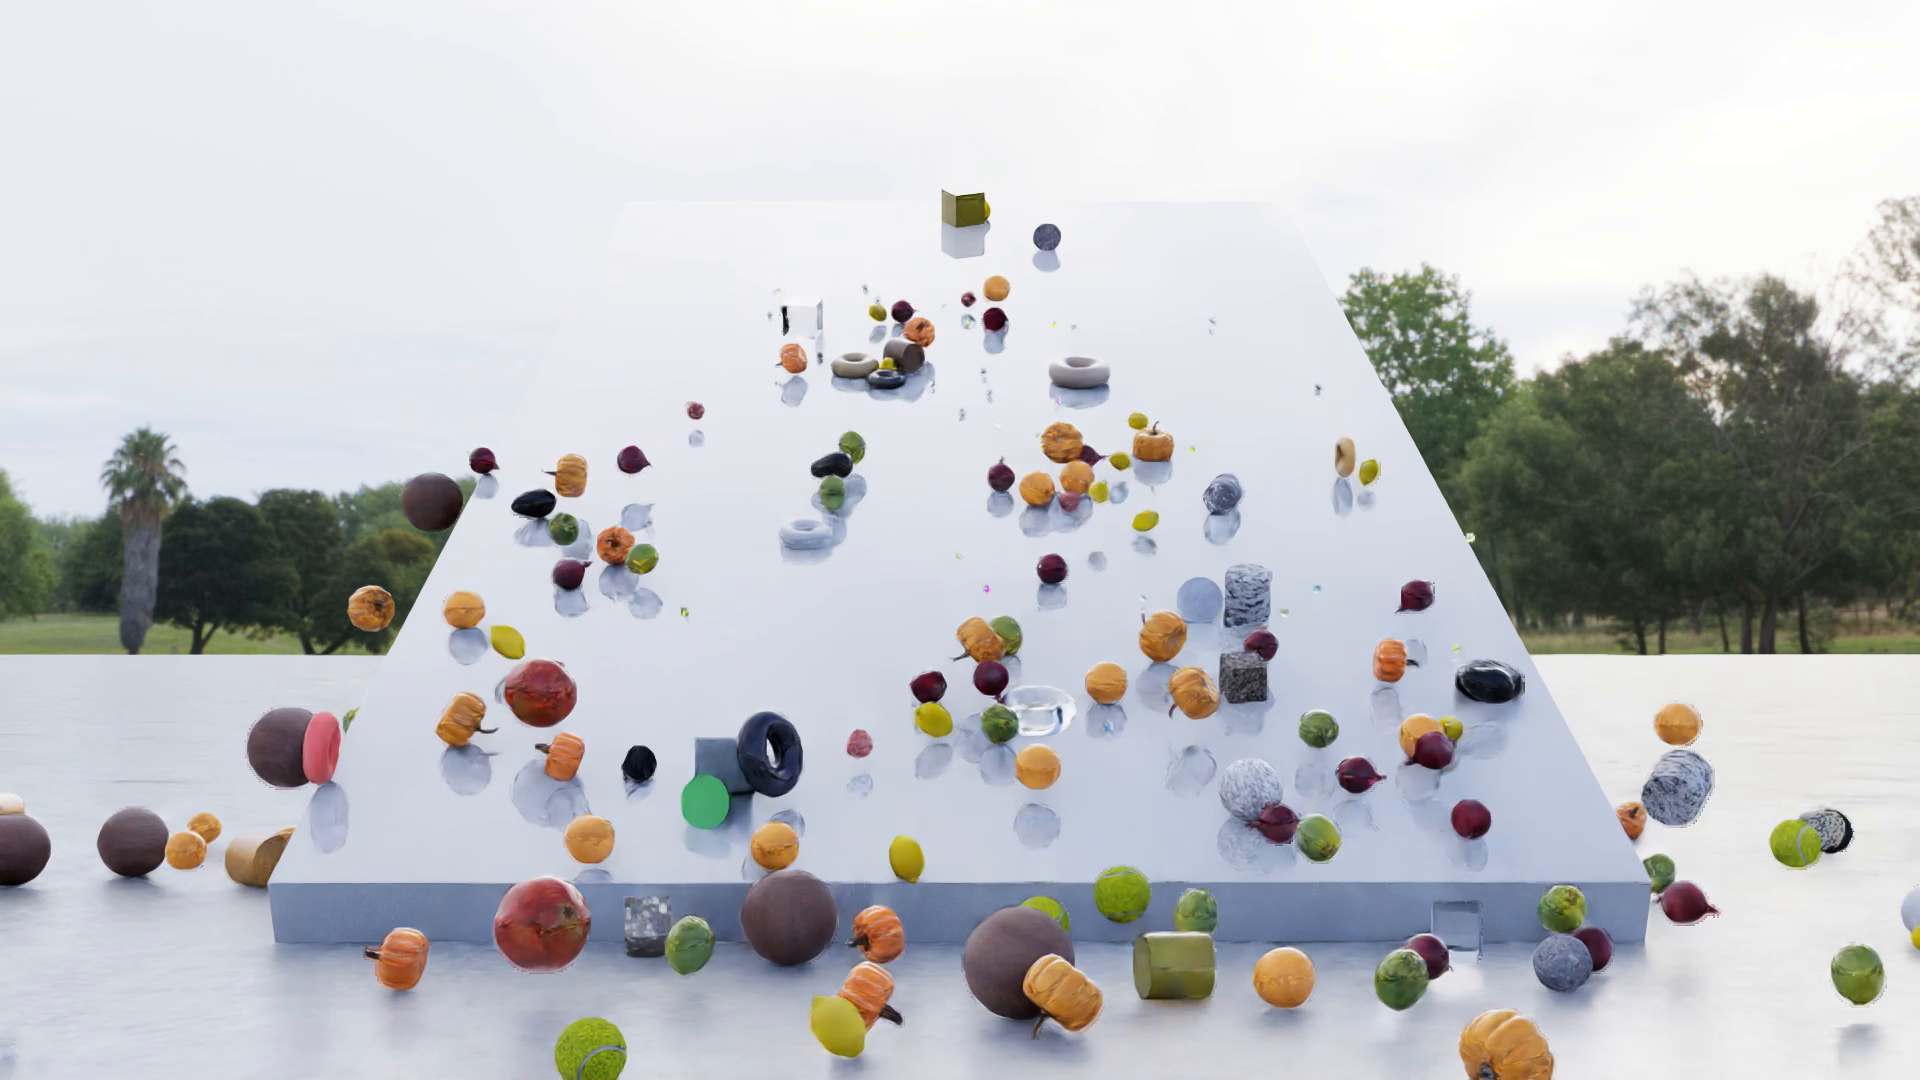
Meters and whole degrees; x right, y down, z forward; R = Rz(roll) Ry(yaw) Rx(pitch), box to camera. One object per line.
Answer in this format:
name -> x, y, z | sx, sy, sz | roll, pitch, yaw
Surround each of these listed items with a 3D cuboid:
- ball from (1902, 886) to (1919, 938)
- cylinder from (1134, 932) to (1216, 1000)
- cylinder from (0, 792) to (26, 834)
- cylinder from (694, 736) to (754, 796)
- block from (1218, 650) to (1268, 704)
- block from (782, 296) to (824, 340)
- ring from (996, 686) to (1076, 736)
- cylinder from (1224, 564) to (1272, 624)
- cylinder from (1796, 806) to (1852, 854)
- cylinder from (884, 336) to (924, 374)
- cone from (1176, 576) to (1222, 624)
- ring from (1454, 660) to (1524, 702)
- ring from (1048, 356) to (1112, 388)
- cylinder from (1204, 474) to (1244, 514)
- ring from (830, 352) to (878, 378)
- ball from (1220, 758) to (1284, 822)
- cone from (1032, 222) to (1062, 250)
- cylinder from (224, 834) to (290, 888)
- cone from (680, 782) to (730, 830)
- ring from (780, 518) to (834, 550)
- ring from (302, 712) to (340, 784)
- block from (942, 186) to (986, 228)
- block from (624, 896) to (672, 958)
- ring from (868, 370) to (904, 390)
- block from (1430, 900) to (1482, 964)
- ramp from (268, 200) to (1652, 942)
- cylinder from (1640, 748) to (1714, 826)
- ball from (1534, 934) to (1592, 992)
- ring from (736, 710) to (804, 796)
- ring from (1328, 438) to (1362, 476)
ball -> 1.422, 0.546, 3.370 | 0.083, 0.083, 0.083 | 0, -3, 0
cylinder -> 0.261, 0.520, 2.813 | 0.080, 0.080, 0.080 | 1, -3, -12
cylinder -> -2.211, 0.629, 5.280 | 0.095, 0.095, 0.095 | 0, -2, 7
cylinder -> -0.364, 0.349, 3.556 | 0.090, 0.090, 0.090 | -2, -3, -5
block -> 0.477, 0.231, 3.881 | 0.064, 0.064, 0.064 | -4, 23, -10
block -> -0.392, -0.556, 5.754 | 0.085, 0.085, 0.085 | 4, 23, 10
ring -> 0.126, 0.280, 3.786 | 0.134, 0.045, 0.134 | -1, 23, 0
cylinder -> 0.522, 0.098, 4.178 | 0.083, 0.083, 0.083 | 0, 22, 0
cylinder -> 1.824, 0.611, 4.860 | 0.091, 0.091, 0.091 | 0, -2, 7
cylinder -> -0.134, -0.442, 5.491 | 0.071, 0.071, 0.071 | 2, 19, -38
cone -> 0.436, 0.111, 4.204 | 0.084, 0.084, 0.084 | 0, -4, 5
ring -> 0.895, 0.239, 3.898 | 0.116, 0.039, 0.116 | 0, 24, 0
ring -> 0.282, -0.395, 5.416 | 0.148, 0.049, 0.148 | 0, 21, 0
cylinder -> 0.533, -0.093, 4.661 | 0.066, 0.066, 0.066 | -1, 20, 23
ring -> -0.251, -0.416, 5.477 | 0.116, 0.039, 0.116 | 1, 24, 0
ball -> 0.440, 0.377, 3.484 | 0.096, 0.096, 0.096 | 0, -3, 0
cone -> 0.253, -0.852, 6.537 | 0.082, 0.082, 0.082 | 0, -5, 10
cylinder -> -1.259, 0.578, 4.150 | 0.092, 0.092, 0.092 | -2, -4, 41
cone -> -0.371, 0.399, 3.507 | 0.082, 0.082, 0.082 | -1, 6, 25
ring -> -0.301, -0.012, 4.504 | 0.106, 0.035, 0.106 | 1, 23, -1
ring -> -0.991, 0.323, 3.575 | 0.038, 0.114, 0.114 | 5, -3, -2
block -> 0.009, -0.981, 6.772 | 0.096, 0.096, 0.096 | -11, 25, -25
block -> -0.429, 0.532, 3.168 | 0.061, 0.061, 0.061 | -2, -36, -9
ring -> -0.174, -0.375, 5.392 | 0.086, 0.029, 0.086 | 1, 22, 0
block -> 0.671, 0.531, 3.120 | 0.064, 0.064, 0.064 | 2, -30, 9
ramp -> -0.007, -0.223, 5.192 | 2.000, 0.100, 4.000 | 0, 22, 0
cylinder -> 1.200, 0.414, 3.852 | 0.095, 0.095, 0.095 | -2, 24, 36
ball -> 0.752, 0.528, 2.872 | 0.071, 0.071, 0.071 | 0, -3, 0
ring -> -0.289, 0.325, 3.515 | 0.045, 0.136, 0.136 | -14, -10, 32
ring -> 0.807, -0.175, 4.827 | 0.030, 0.089, 0.089 | 31, -14, -20
